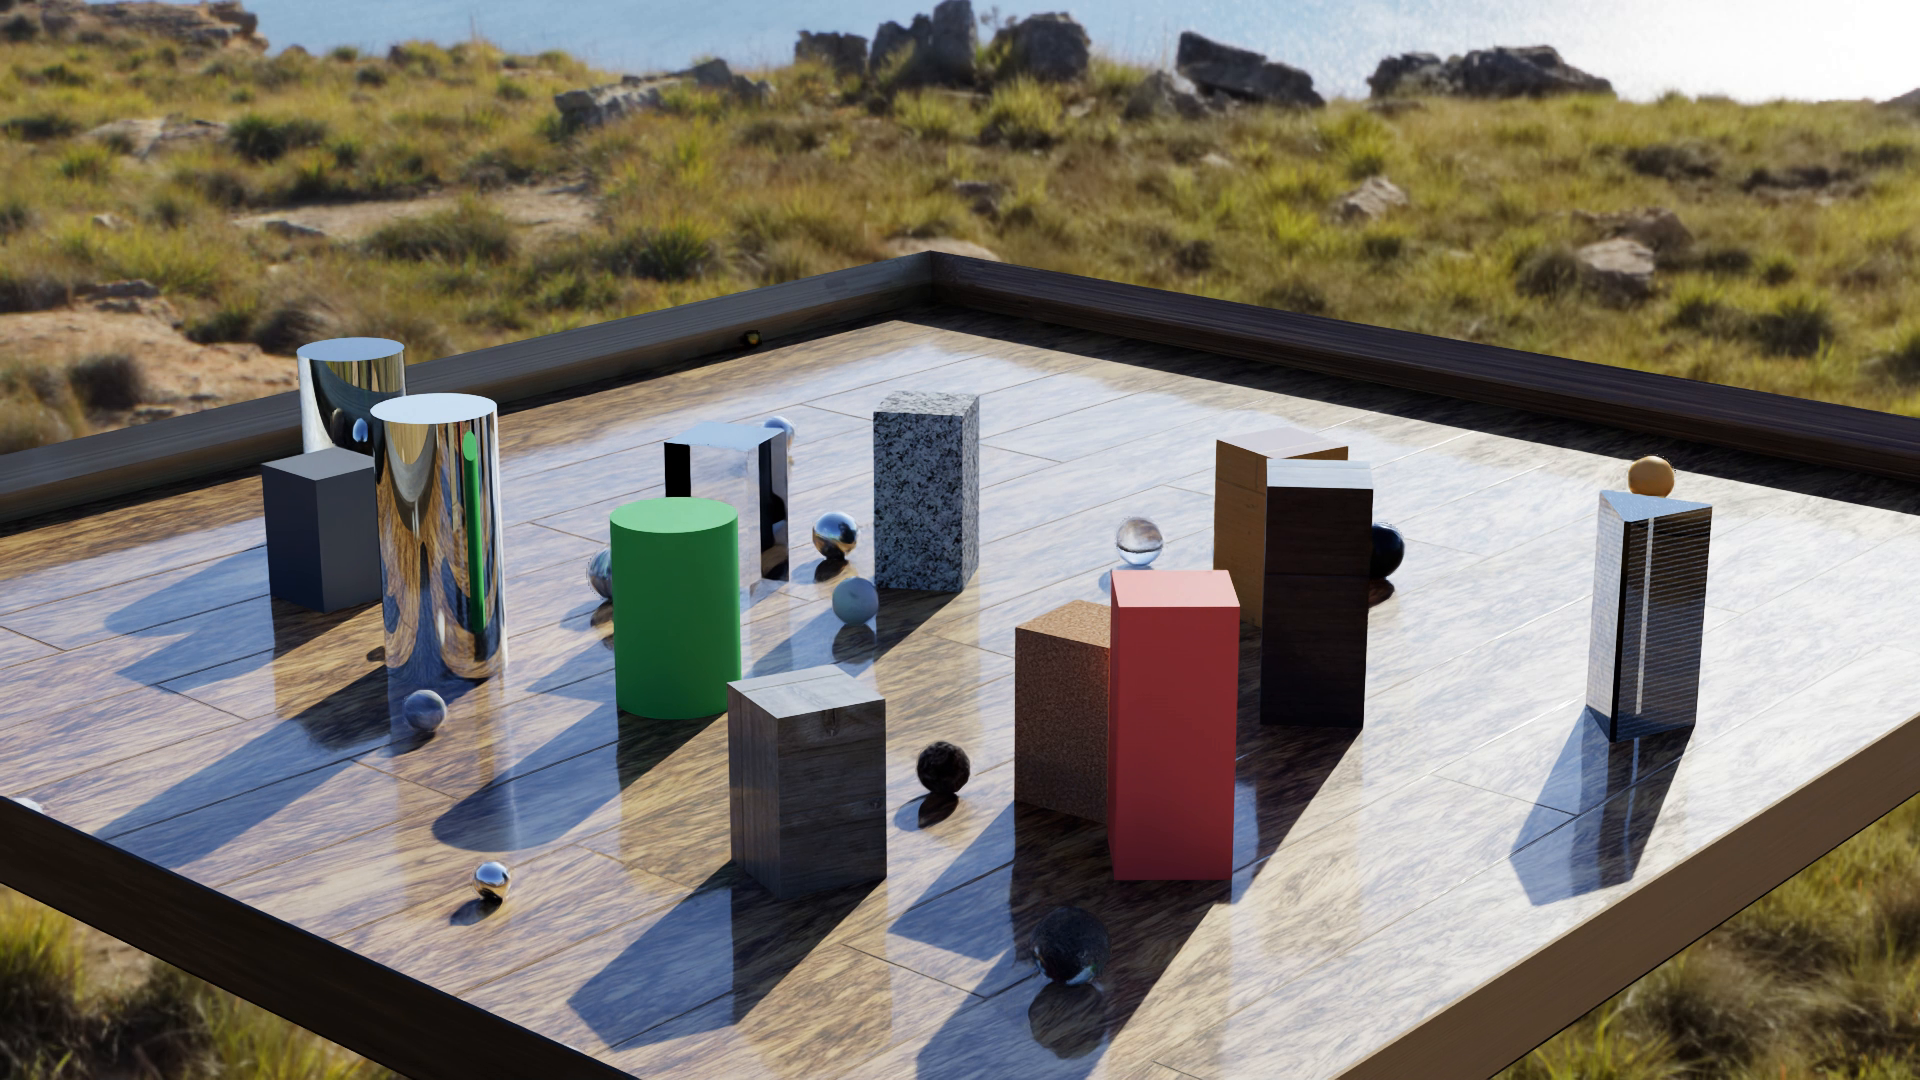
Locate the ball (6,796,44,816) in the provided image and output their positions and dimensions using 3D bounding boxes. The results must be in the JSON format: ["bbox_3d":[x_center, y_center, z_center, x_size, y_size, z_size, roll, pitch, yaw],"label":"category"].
[{"bbox_3d":[-1.293,0.391,4.021,0.077,0.077,0.077,0,17,0],"label":"ball"}]

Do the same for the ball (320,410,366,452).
[{"bbox_3d":[-1.269,-0.220,6.025,0.091,0.091,0.091,0,17,0],"label":"ball"}]

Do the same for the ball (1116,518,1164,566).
[{"bbox_3d":[0.325,0.003,5.291,0.088,0.088,0.088,0,17,0],"label":"ball"}]

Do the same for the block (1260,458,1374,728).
[{"bbox_3d":[0.548,0.081,4.523,0.158,0.381,0.158,2,17,5],"label":"block"}]

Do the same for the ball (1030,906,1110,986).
[{"bbox_3d":[0.136,0.501,3.620,0.097,0.097,0.097,0,17,0],"label":"ball"}]

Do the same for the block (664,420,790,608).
[{"bbox_3d":[-0.406,-0.047,5.125,0.158,0.279,0.158,7,18,21],"label":"block"}]

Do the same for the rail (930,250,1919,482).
[{"bbox_3d":[1.163,-0.354,6.403,3.325,0.128,0.045,14,22,39],"label":"rail"}]

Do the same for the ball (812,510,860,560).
[{"bbox_3d":[-0.226,-0.009,5.331,0.088,0.088,0.088,0,17,0],"label":"ball"}]

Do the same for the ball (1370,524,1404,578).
[{"bbox_3d":[0.741,0.020,5.216,0.099,0.099,0.099,0,17,0],"label":"ball"}]

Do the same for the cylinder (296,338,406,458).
[{"bbox_3d":[-1.137,-0.196,5.521,0.198,0.335,0.198,0,17,0],"label":"cylinder"}]

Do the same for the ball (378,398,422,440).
[{"bbox_3d":[-1.172,-0.252,6.136,0.088,0.088,0.088,0,17,0],"label":"ball"}]

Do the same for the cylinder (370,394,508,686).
[{"bbox_3d":[-0.835,-0.003,4.714,0.198,0.431,0.198,0,17,0],"label":"cylinder"}]

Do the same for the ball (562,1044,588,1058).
[{"bbox_3d":[-0.448,0.607,3.313,0.072,0.072,0.072,0,17,0],"label":"ball"}]

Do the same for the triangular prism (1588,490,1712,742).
[{"bbox_3d":[1.023,0.109,4.488,0.171,0.349,0.148,-10,19,-29],"label":"triangular prism"}]

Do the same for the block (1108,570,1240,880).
[{"bbox_3d":[0.285,0.249,3.957,0.158,0.386,0.158,0,17,-1],"label":"block"}]

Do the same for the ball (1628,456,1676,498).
[{"bbox_3d":[1.341,-0.118,5.687,0.090,0.090,0.090,0,17,0],"label":"ball"}]

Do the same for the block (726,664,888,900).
[{"bbox_3d":[-0.205,0.323,3.940,0.158,0.255,0.158,-9,19,-27],"label":"block"}]

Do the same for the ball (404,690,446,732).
[{"bbox_3d":[-0.817,0.260,4.478,0.064,0.064,0.064,0,17,0],"label":"ball"}]

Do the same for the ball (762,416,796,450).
[{"bbox_3d":[-0.377,-0.218,6.047,0.075,0.075,0.075,0,17,0],"label":"ball"}]

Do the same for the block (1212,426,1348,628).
[{"bbox_3d":[0.545,-0.021,5.001,0.158,0.301,0.158,-11,20,-32],"label":"block"}]

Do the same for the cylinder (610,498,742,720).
[{"bbox_3d":[-0.443,0.105,4.583,0.198,0.301,0.198,0,17,0],"label":"cylinder"}]

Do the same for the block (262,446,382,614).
[{"bbox_3d":[-1.096,-0.019,5.106,0.158,0.237,0.158,15,22,40],"label":"block"}]

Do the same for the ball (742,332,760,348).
[{"bbox_3d":[-0.494,-0.474,6.953,0.041,0.041,0.041,0,17,0],"label":"ball"}]

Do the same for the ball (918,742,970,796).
[{"bbox_3d":[-0.023,0.329,4.227,0.077,0.077,0.077,0,17,0],"label":"ball"}]

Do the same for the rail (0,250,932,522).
[{"bbox_3d":[-1.237,-0.278,6.149,0.045,0.128,3.596,14,22,39],"label":"rail"}]

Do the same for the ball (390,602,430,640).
[{"bbox_3d":[-0.918,0.136,4.893,0.063,0.063,0.063,0,17,0],"label":"ball"}]

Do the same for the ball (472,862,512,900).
[{"bbox_3d":[-0.618,0.450,3.873,0.050,0.050,0.050,0,17,0],"label":"ball"}]

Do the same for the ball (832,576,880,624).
[{"bbox_3d":[-0.178,0.103,4.971,0.081,0.081,0.081,0,17,0],"label":"ball"}]

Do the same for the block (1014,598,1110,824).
[{"bbox_3d":[0.188,0.243,4.194,0.158,0.262,0.158,12,20,34],"label":"block"}]

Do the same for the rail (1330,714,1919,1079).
[{"bbox_3d":[1.237,0.342,4.091,0.045,0.128,3.596,14,22,39],"label":"rail"}]

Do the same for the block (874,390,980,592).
[{"bbox_3d":[-0.058,-0.088,5.192,0.158,0.319,0.158,3,17,11],"label":"block"}]

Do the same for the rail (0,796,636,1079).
[{"bbox_3d":[-1.163,0.419,3.837,3.325,0.128,0.045,14,22,39],"label":"rail"}]

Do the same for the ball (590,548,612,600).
[{"bbox_3d":[-0.598,0.059,5.098,0.092,0.092,0.092,0,17,0],"label":"ball"}]
